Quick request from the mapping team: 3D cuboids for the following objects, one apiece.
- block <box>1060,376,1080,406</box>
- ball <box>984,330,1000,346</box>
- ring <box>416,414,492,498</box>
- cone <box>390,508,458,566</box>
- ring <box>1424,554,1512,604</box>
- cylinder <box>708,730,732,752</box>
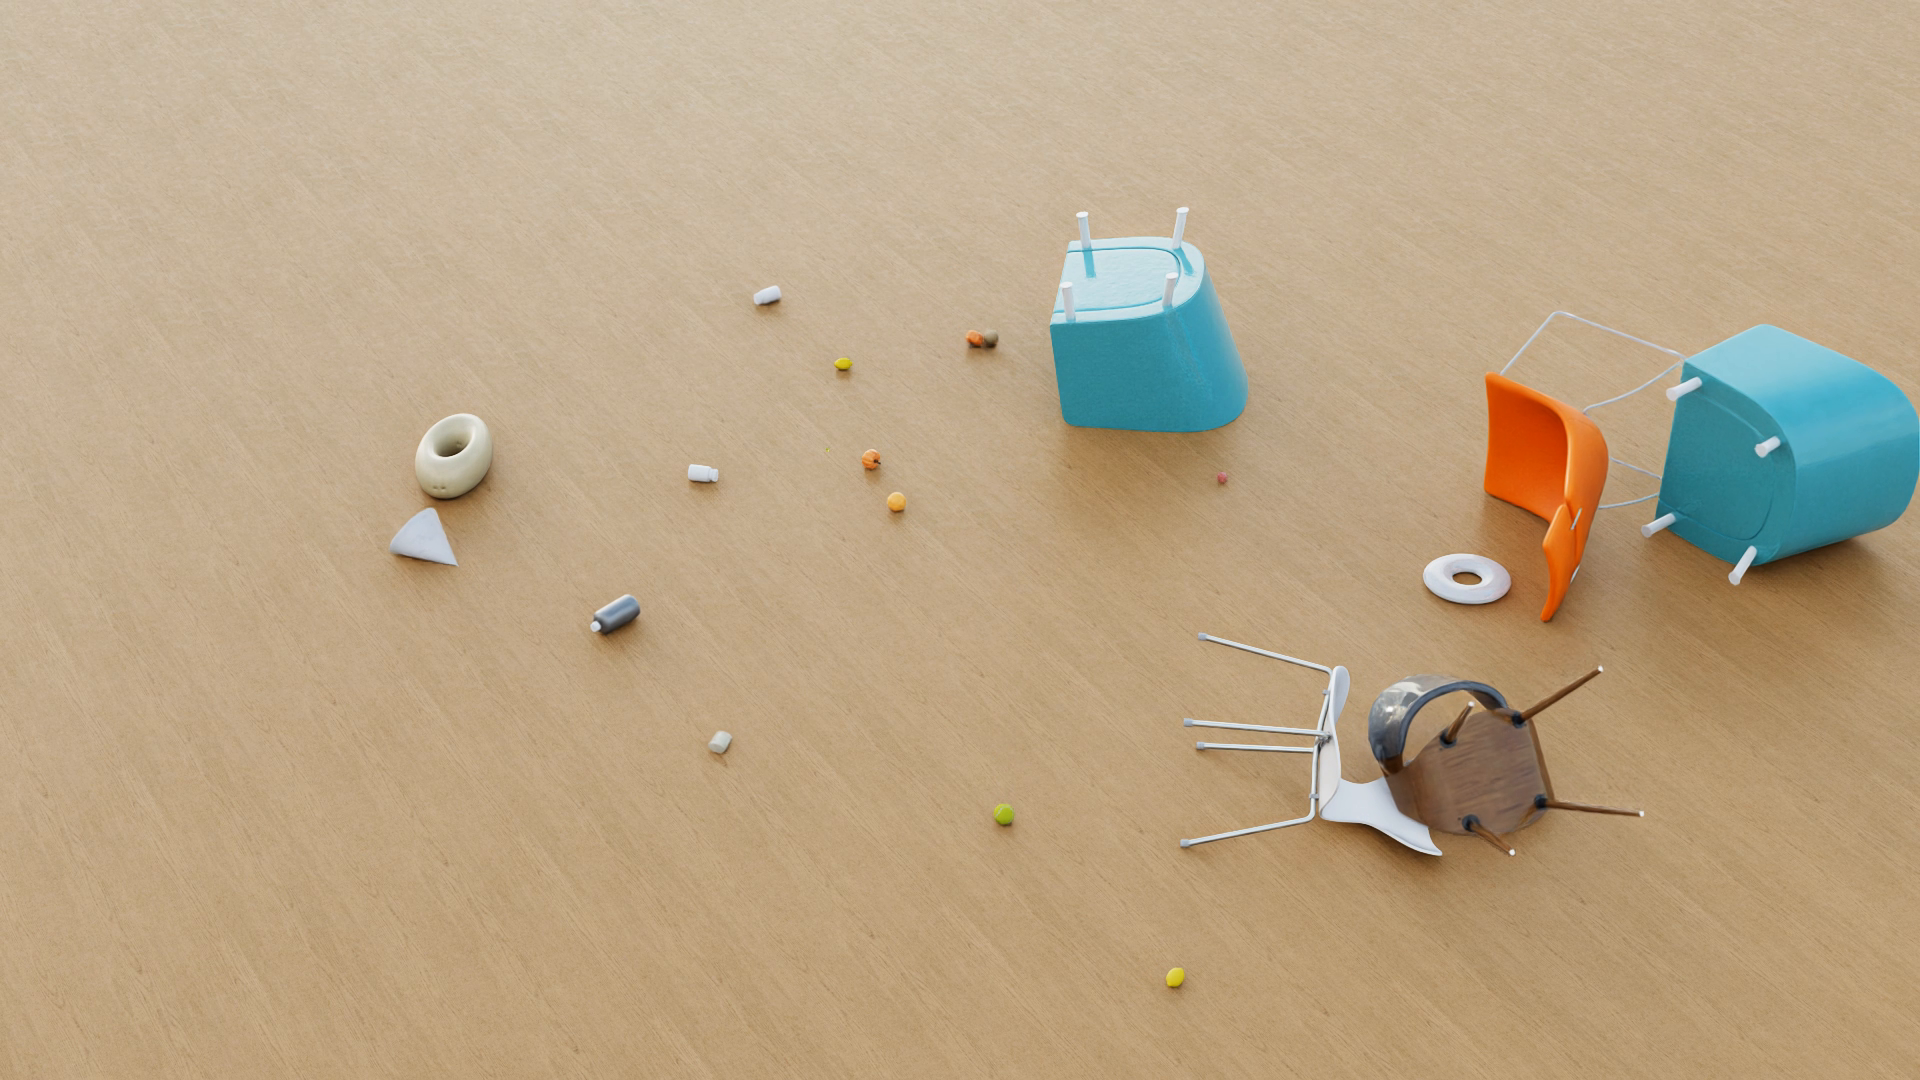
[{"bbox_3d":[0.439,-0.596,11.756,0.066,0.102,0.038,-11,35,-16],"label":"block"},{"bbox_3d":[0.130,-0.840,12.160,0.064,0.064,0.064,0,33,0],"label":"ball"},{"bbox_3d":[-1.948,-0.325,11.298,0.284,0.158,0.497,1,33,5],"label":"ring"},{"bbox_3d":[-1.937,0.030,10.829,0.234,0.158,0.238,37,58,16],"label":"cone"},{"bbox_3d":[1.849,0.141,10.690,0.322,0.045,0.315,-13,35,-20],"label":"ring"},{"bbox_3d":[-0.808,0.680,9.877,0.059,0.037,0.071,18,36,9],"label":"cylinder"}]
